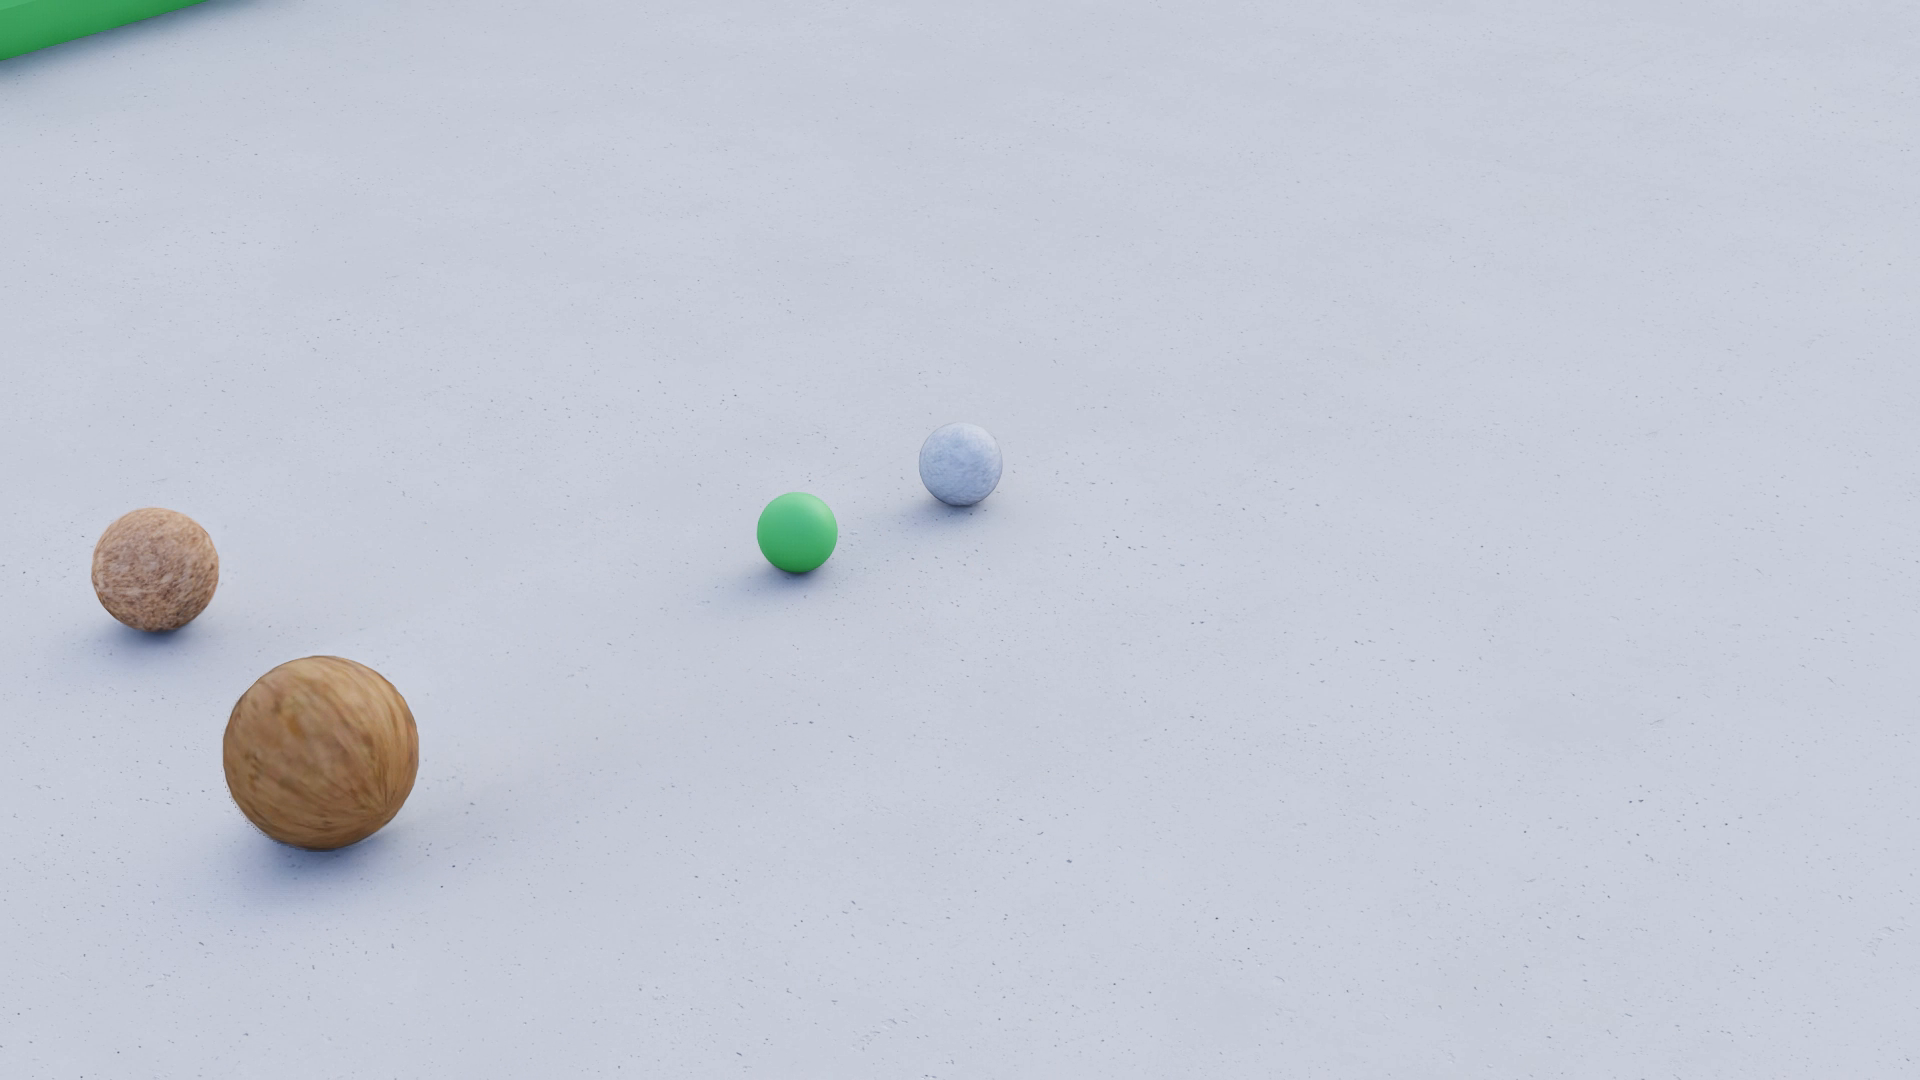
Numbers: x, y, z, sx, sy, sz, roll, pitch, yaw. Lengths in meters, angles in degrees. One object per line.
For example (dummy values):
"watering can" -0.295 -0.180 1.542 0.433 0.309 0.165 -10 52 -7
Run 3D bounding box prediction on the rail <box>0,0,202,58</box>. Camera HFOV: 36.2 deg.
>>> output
"rail" -0.279 -0.779 3.124 0.045 0.124 4.401 20 34 34

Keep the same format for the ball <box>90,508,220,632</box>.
"ball" -0.451 0.017 1.649 0.070 0.070 0.070 0 27 0

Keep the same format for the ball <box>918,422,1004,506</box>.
"ball" 0.000 -0.046 1.791 0.052 0.052 0.052 0 27 0

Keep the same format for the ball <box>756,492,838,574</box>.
"ball" -0.095 -0.004 1.714 0.047 0.047 0.047 0 27 0

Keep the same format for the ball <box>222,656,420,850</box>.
"ball" -0.315 0.105 1.451 0.095 0.095 0.095 0 27 0
